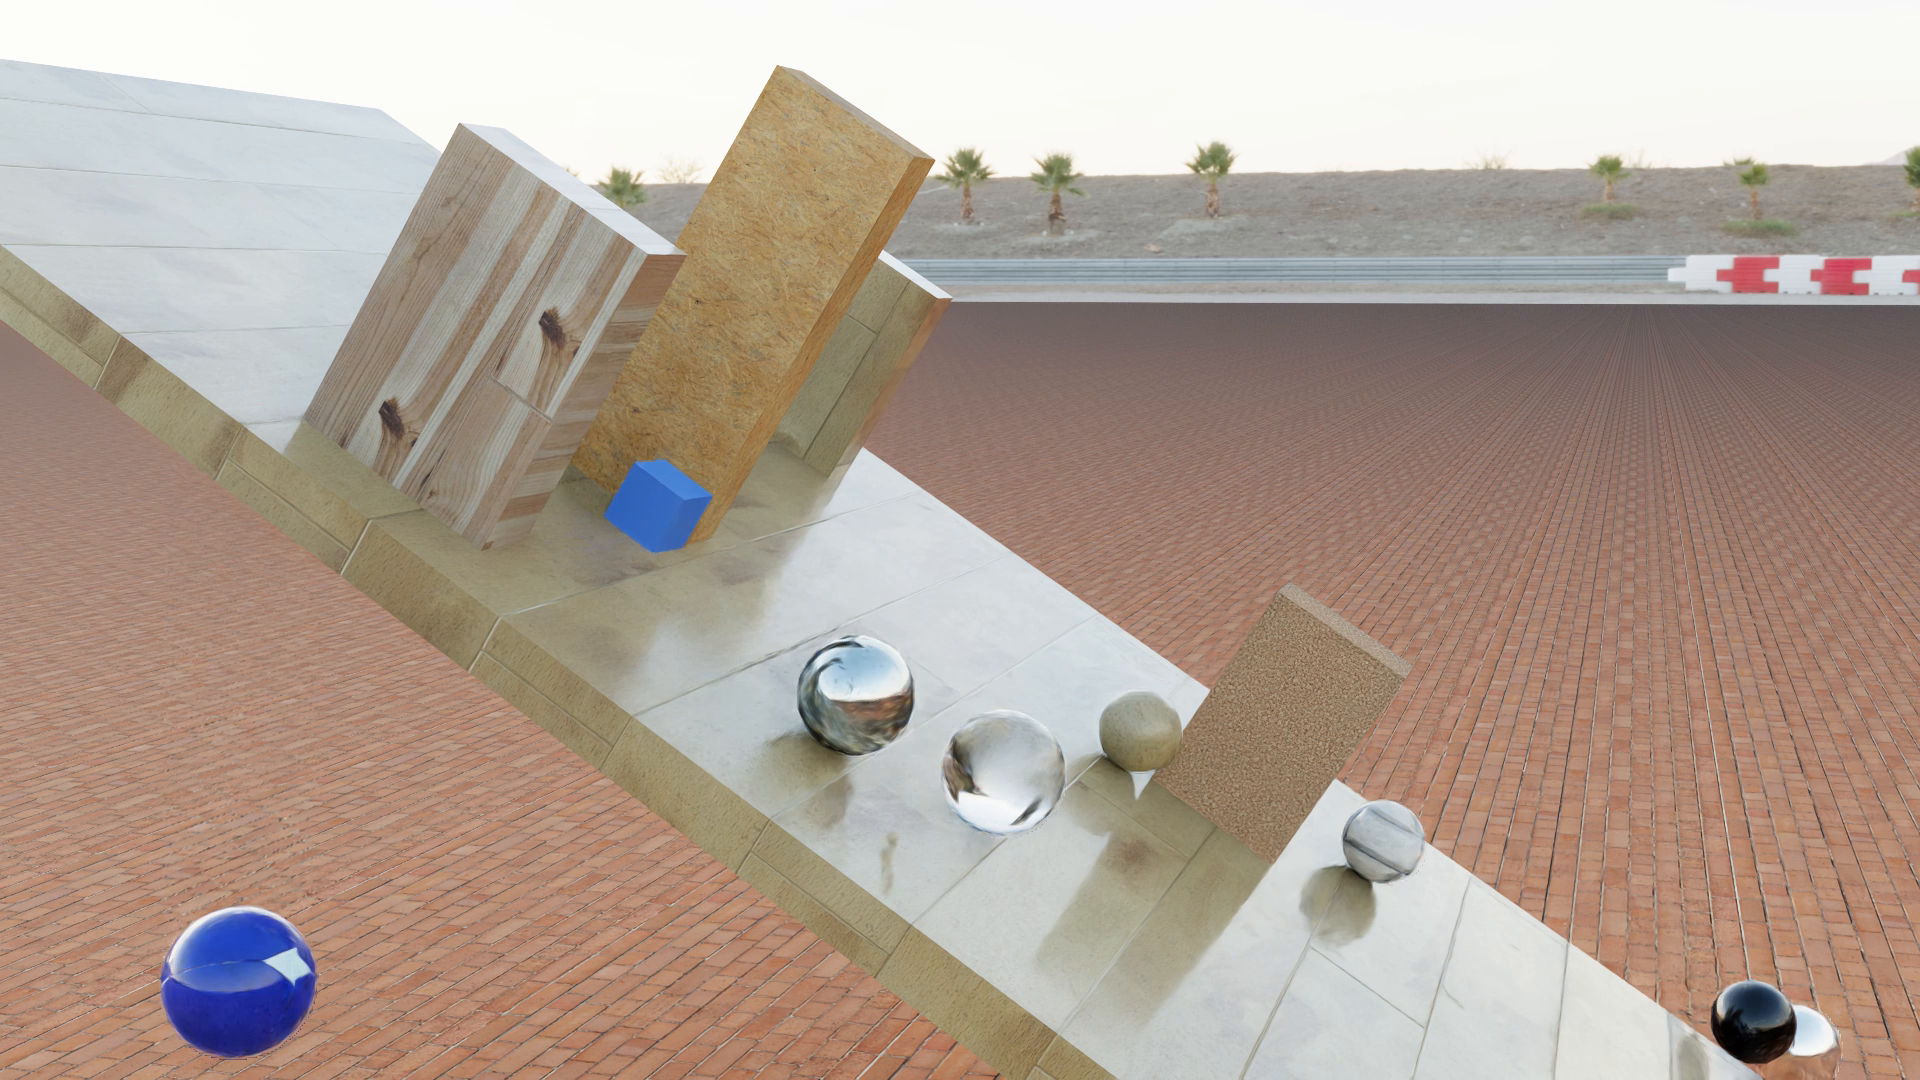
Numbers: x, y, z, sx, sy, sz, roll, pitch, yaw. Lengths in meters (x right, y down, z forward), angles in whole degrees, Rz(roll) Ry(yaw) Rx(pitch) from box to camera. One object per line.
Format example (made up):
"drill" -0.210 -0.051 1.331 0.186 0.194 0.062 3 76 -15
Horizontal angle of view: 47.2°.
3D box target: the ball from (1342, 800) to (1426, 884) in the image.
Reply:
"ball" 0.841 0.599 4.368 0.164 0.164 0.164 0 7 0

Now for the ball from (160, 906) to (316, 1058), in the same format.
"ball" -0.965 0.590 2.942 0.199 0.199 0.199 0 7 0

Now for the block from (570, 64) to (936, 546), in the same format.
"block" -0.382 -0.406 3.871 0.292 0.799 0.121 35 15 10

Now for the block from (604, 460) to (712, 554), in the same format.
"block" -0.524 -0.059 3.820 0.112 0.112 0.112 36 15 14

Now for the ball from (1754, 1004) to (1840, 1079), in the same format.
"ball" 1.895 1.153 4.993 0.195 0.195 0.195 0 7 0

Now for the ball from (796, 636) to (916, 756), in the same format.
"ball" -0.162 0.243 3.441 0.187 0.187 0.187 0 7 0

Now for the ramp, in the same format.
"ramp" -0.136 0.227 4.104 4.000 0.100 2.000 35 15 10

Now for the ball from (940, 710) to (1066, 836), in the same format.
"ball" 0.069 0.368 3.486 0.198 0.198 0.198 0 7 0

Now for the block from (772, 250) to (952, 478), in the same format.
"block" -0.267 -0.411 4.777 0.293 0.460 0.111 35 15 10

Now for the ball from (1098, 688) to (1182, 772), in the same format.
"ball" 0.339 0.358 4.139 0.157 0.157 0.157 0 7 0

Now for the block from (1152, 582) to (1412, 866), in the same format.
"block" 0.610 0.346 4.175 0.281 0.439 0.141 35 15 10

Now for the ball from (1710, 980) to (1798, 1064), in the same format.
"ball" 1.715 1.042 4.753 0.178 0.178 0.178 0 7 0

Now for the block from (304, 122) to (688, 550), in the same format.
"block" -0.723 -0.314 3.406 0.366 0.536 0.141 35 15 10
